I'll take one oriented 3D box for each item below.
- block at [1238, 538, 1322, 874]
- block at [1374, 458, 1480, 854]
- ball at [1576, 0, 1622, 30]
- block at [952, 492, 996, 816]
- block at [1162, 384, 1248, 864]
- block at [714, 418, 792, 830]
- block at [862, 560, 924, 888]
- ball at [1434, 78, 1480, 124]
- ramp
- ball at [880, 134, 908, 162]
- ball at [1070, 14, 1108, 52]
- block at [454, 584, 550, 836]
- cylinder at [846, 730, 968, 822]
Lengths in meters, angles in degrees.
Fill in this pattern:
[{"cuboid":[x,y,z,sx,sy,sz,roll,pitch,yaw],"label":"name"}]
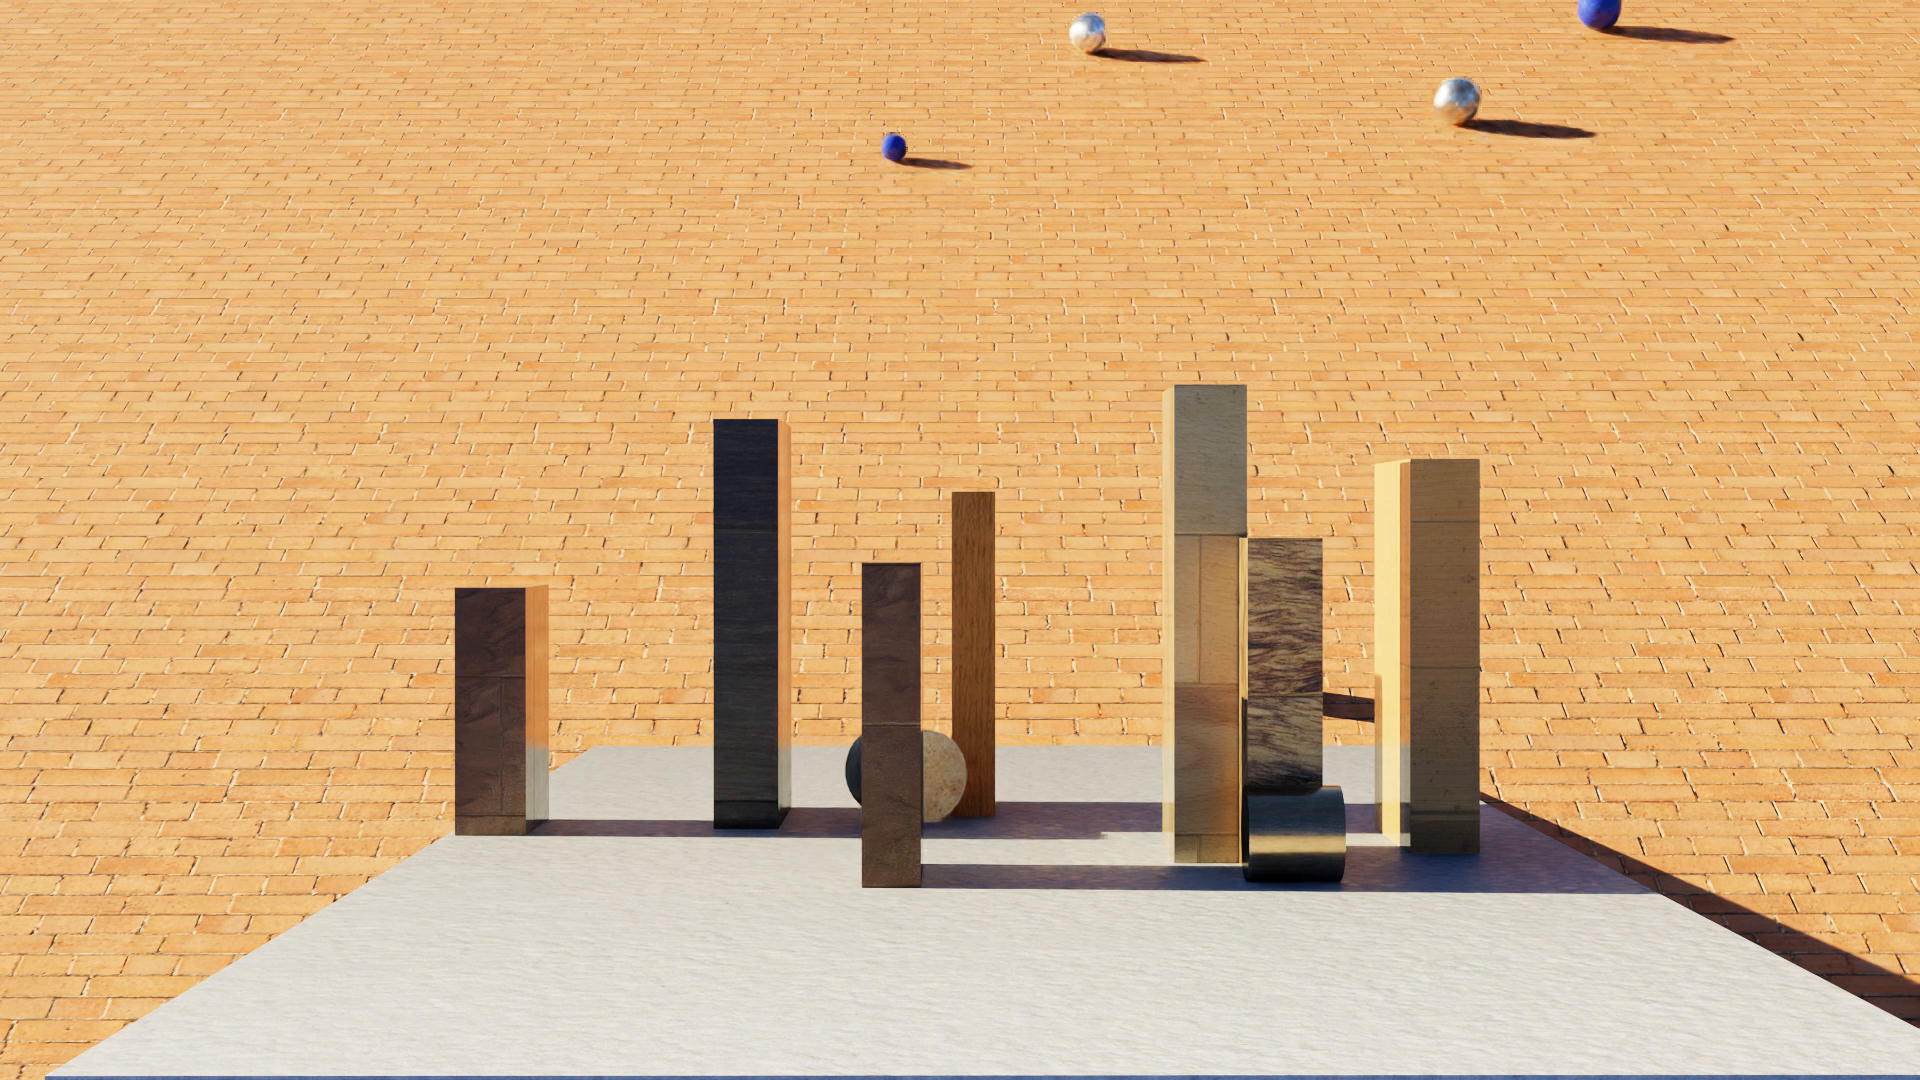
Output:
[{"cuboid":[0.525,0.267,4.346,0.122,0.542,0.342,0,0,0],"label":"block"},{"cuboid":[0.830,0.198,4.617,0.119,0.676,0.377,0,0,0],"label":"block"},{"cuboid":[2.953,-2.459,11.943,0.205,0.205,0.205,0,29,0],"label":"ball"},{"cuboid":[0.026,0.220,5.142,0.084,0.629,0.280,0,0,0],"label":"block"},{"cuboid":[0.417,0.139,4.428,0.121,0.797,0.249,0,0,0],"label":"block"},{"cuboid":[-0.397,0.155,4.982,0.120,0.761,0.382,0,0,0],"label":"block"},{"cuboid":[-0.107,0.286,4.153,0.092,0.505,0.290,0,0,0],"label":"block"},{"cuboid":[2.088,-1.841,10.853,0.192,0.192,0.192,0,29,0],"label":"ball"},{"cuboid":[0.066,0.587,4.636,2.000,0.100,4.000,0,0,0],"label":"ramp"},{"cuboid":[-0.267,-1.591,10.491,0.108,0.108,0.108,0,29,0],"label":"ball"},{"cuboid":[0.583,-2.287,11.668,0.173,0.173,0.173,0,29,0],"label":"ball"},{"cuboid":[-0.853,0.311,4.827,0.129,0.451,0.266,0,0,0],"label":"block"},{"cuboid":[-0.105,0.448,4.984,0.175,0.175,0.175,-16,8,-27],"label":"cylinder"}]
